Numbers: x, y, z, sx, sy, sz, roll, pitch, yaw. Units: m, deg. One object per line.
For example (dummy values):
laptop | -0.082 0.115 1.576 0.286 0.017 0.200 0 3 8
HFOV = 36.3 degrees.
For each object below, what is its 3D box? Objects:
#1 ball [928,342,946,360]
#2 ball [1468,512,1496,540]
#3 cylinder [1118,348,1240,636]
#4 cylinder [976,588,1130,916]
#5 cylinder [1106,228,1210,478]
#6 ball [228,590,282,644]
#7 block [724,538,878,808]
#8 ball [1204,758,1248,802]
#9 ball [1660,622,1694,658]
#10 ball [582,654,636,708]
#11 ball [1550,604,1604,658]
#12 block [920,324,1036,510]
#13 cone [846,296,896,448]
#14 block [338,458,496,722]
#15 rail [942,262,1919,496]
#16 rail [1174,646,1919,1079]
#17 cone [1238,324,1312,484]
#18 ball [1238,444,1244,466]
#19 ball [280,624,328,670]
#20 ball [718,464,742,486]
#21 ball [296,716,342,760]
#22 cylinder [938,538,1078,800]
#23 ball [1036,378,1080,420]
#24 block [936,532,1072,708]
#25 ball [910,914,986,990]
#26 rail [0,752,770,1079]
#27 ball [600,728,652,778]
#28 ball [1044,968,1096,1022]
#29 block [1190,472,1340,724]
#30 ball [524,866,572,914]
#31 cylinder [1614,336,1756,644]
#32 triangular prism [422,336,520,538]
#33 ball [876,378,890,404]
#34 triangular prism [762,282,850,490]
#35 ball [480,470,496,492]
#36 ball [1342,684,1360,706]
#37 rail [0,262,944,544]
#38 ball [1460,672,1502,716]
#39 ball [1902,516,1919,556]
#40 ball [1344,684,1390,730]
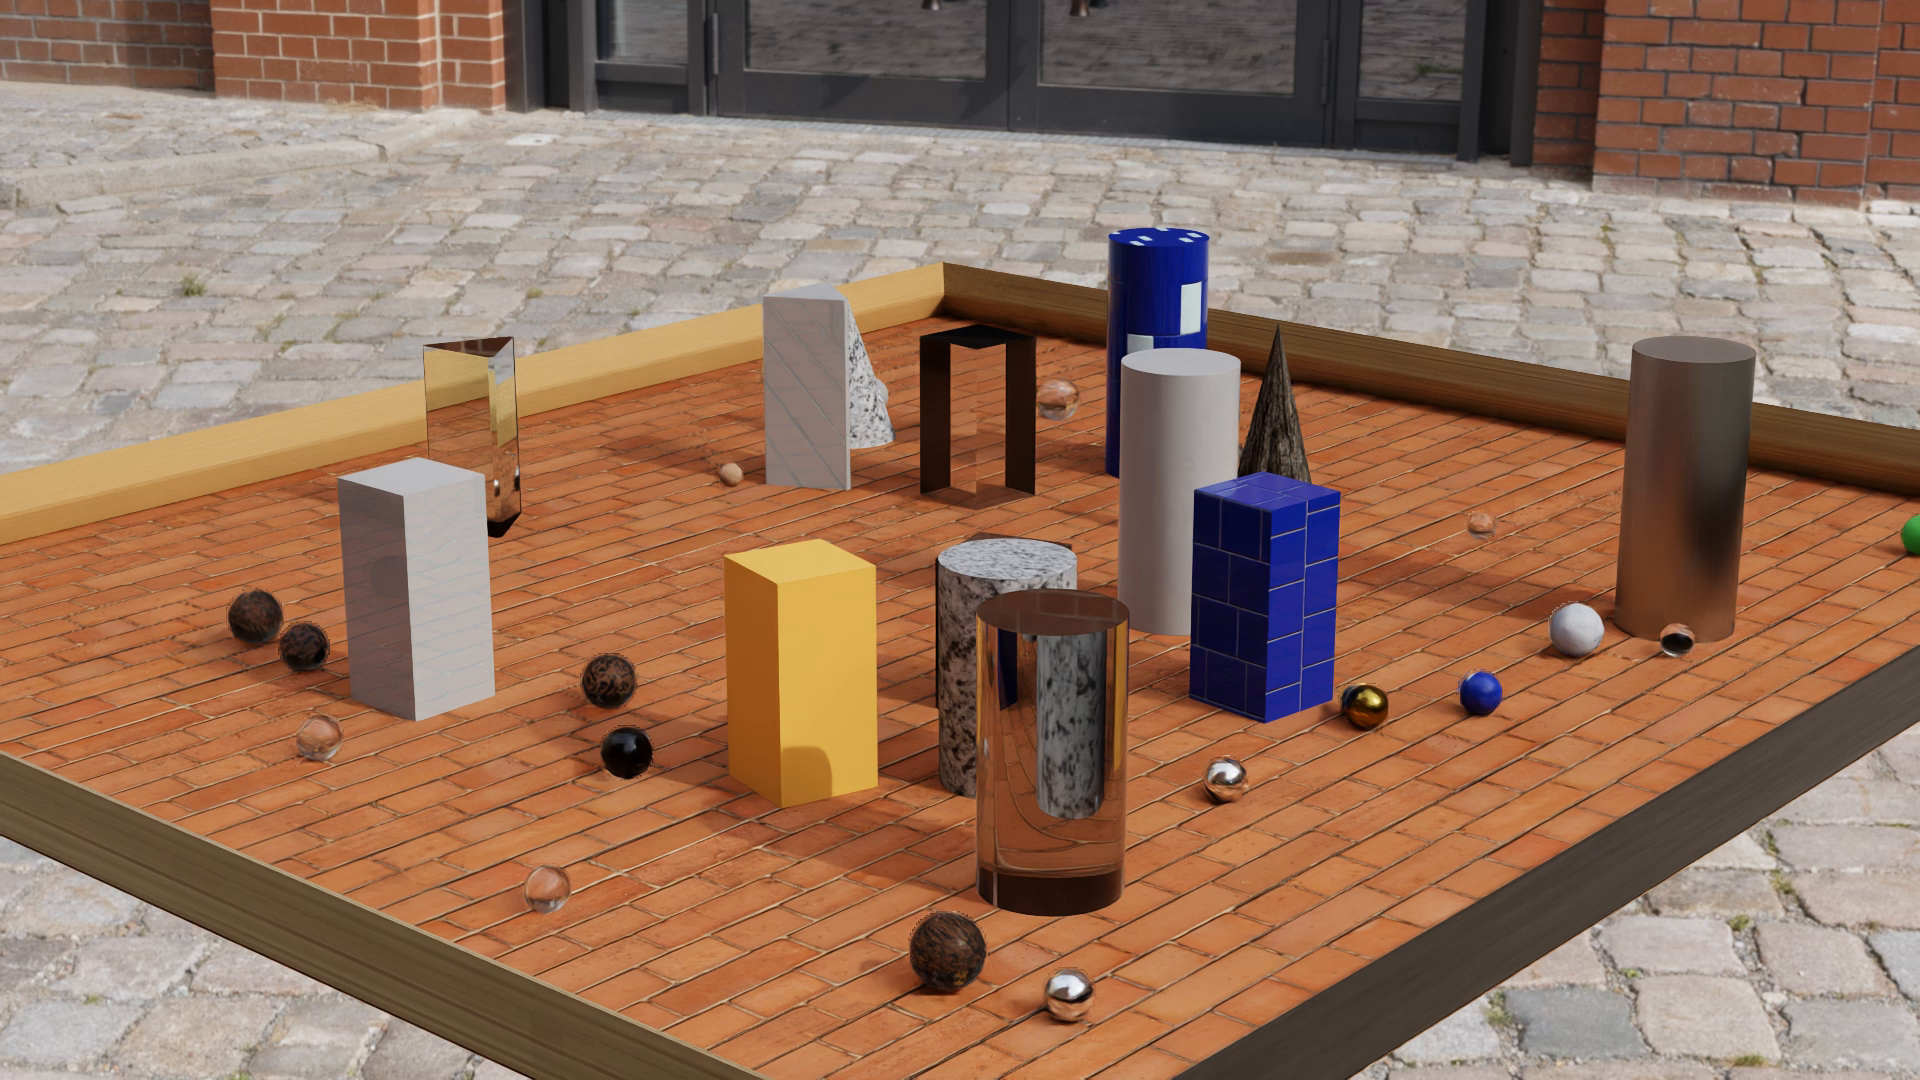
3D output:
ball | -0.053 -0.441 6.851 0.040 0.040 0.040 0 17 0
ball | 0.969 -0.026 5.451 0.052 0.052 0.052 0 17 0
cylinder | 0.368 -0.083 4.952 0.199 0.449 0.199 0 17 0
cylinder | 0.121 0.278 3.864 0.199 0.386 0.199 0 17 0
cylinder | 0.393 -0.370 5.859 0.199 0.476 0.199 0 17 0
ball | -1.172 0.128 4.878 0.089 0.089 0.089 0 17 0
block | -0.230 0.190 4.240 0.159 0.336 0.159 -10 20 -31
ball | 0.381 0.344 4.205 0.062 0.062 0.062 0 17 0
ball | 1.177 0.164 4.813 0.057 0.057 0.057 0 17 0
ball | -0.547 0.221 4.576 0.084 0.084 0.084 0 17 0
ball | 1.012 0.148 4.811 0.088 0.088 0.088 0 17 0
block | 0.035 -0.241 5.706 0.159 0.317 0.159 -15 22 -41
cone | -0.235 -0.362 6.135 0.199 0.301 0.199 0 17 0
block | -0.848 0.075 4.579 0.159 0.363 0.159 14 22 39
rail | 1.103 -0.334 6.336 3.077 0.129 0.045 14 22 39
rail | 1.144 0.319 4.169 0.045 0.129 3.412 14 22 39
cone | 0.573 -0.188 5.340 0.199 0.427 0.199 0 17 0
ball | 0.519 -0.153 5.790 0.100 0.100 0.100 0 17 0
ball | -1.062 0.173 4.749 0.076 0.076 0.076 0 17 0
ball | -0.454 -0.129 5.802 0.047 0.047 0.047 0 17 0
ball | -0.953 0.295 4.360 0.068 0.068 0.068 0 17 0
cylinder | 0.069 0.187 4.252 0.199 0.336 0.199 0 17 0
ball | 0.210 -0.303 6.298 0.094 0.094 0.094 0 17 0
block | 0.068 0.135 4.581 0.159 0.246 0.159 8 19 25
ball | -0.015 0.507 3.608 0.095 0.095 0.095 0 17 0
rail | -1.103 0.399 3.903 3.077 0.129 0.045 14 22 39
ball | -0.487 0.312 4.290 0.075 0.075 0.075 0 17 0
ball | 0.132 0.548 3.528 0.063 0.063 0.063 0 17 0
block | 0.474 0.087 4.574 0.159 0.342 0.159 -15 22 -40
ball | -0.540 0.456 3.833 0.062 0.062 0.062 0 17 0
cylinder | 1.211 -0.085 4.905 0.199 0.480 0.199 0 17 0
triangular prism | -0.888 -0.201 5.526 0.173 0.345 0.150 11 20 33
ball | -0.190 -0.308 6.268 0.078 0.078 0.078 0 17 0
triangular prism | -0.285 -0.308 5.818 0.173 0.382 0.150 4 17 13
ball | -0.935 -0.116 5.771 0.041 0.041 0.041 0 17 0
ball | 0.615 0.248 4.553 0.046 0.046 0.046 0 17 0
rail | -1.144 -0.254 6.071 0.045 0.129 3.412 14 22 39
ball | 0.808 0.238 4.549 0.067 0.067 0.067 0 17 0
ball | 1.758 -0.009 5.356 0.074 0.074 0.074 0 17 0
ball | 0.623 0.256 4.489 0.068 0.068 0.068 0 17 0
